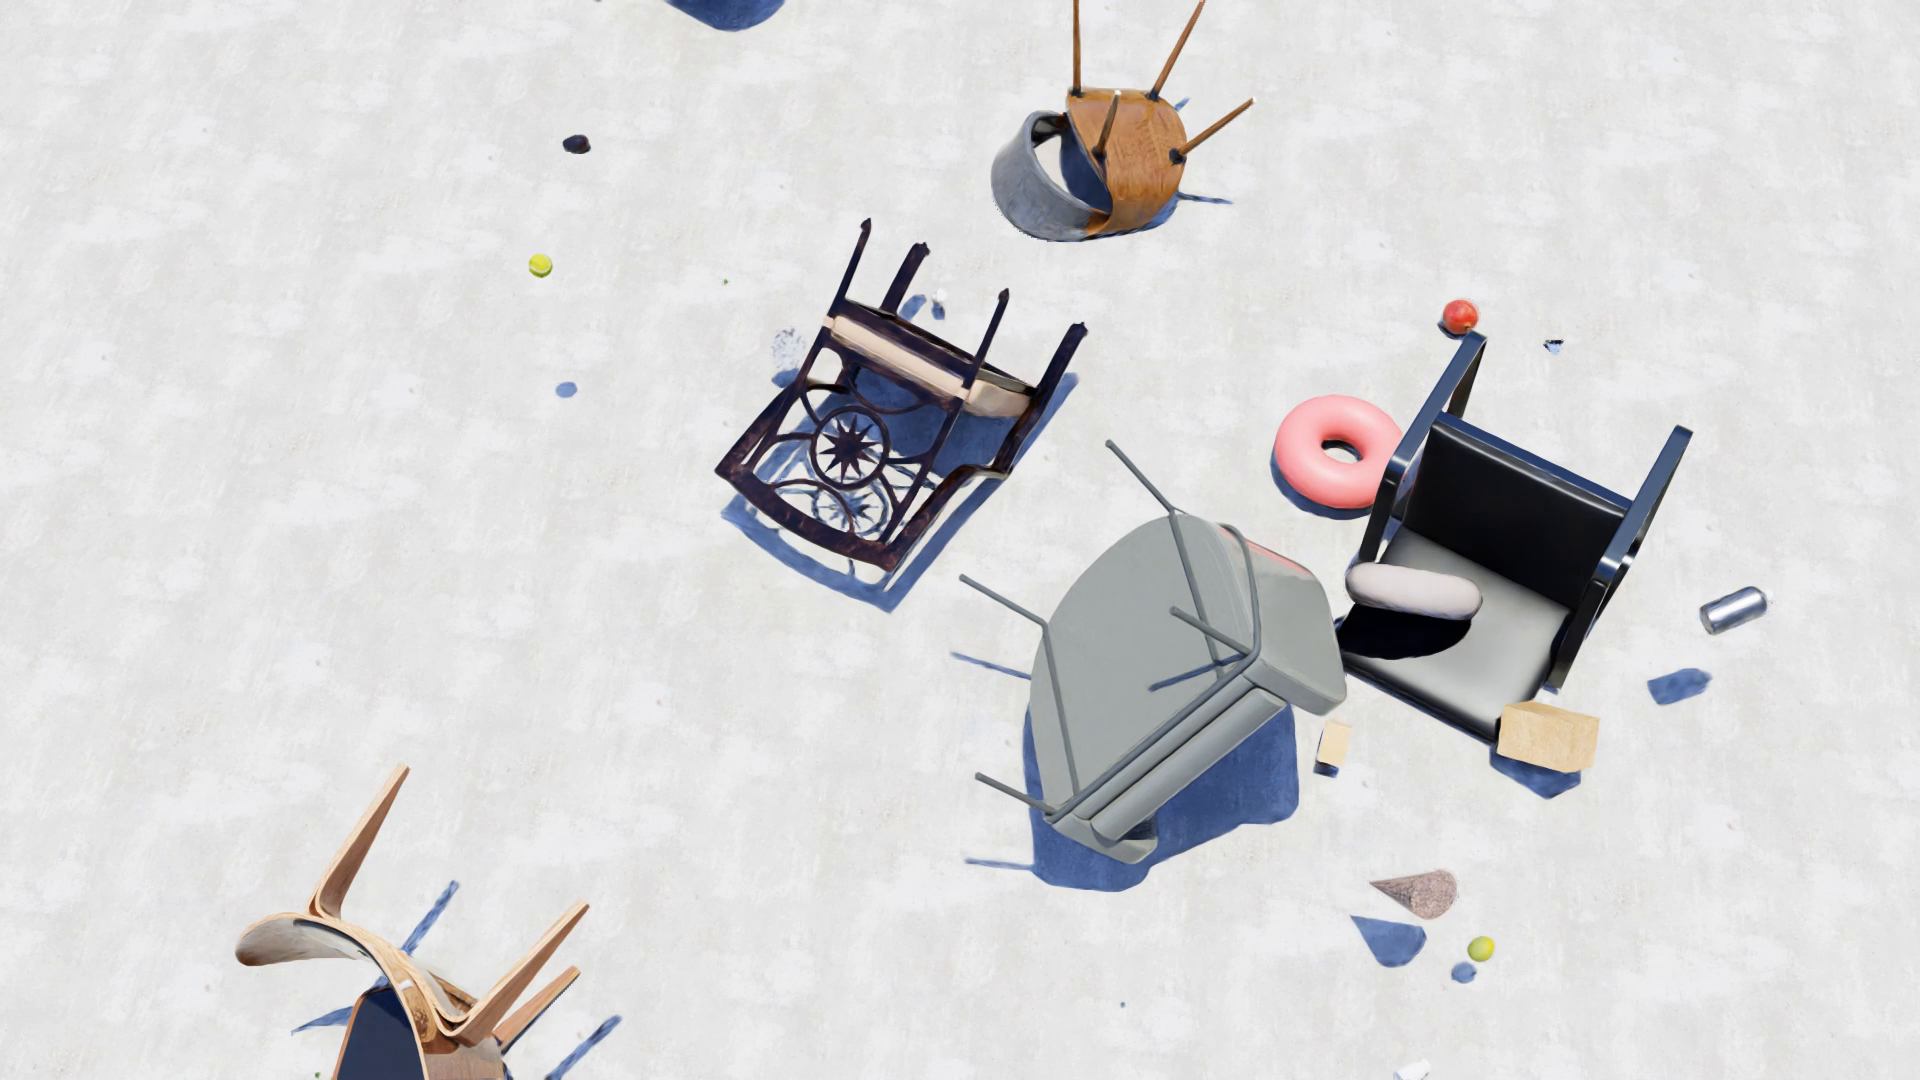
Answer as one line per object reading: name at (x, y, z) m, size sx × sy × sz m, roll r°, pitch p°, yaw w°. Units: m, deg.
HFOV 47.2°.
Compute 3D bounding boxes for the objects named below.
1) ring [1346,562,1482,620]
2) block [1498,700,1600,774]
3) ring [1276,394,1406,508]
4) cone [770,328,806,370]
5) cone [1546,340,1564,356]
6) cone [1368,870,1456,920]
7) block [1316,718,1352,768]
ring at (1.263, 0.144, 6.119) m, size 0.419 × 0.314 × 0.122 m, roll 9°, pitch 90°, yaw -29°
block at (1.616, 0.539, 6.040) m, size 0.141 × 0.138 × 0.216 m, roll -3°, pitch 12°, yaw -44°
ring at (1.155, -0.269, 6.653) m, size 0.413 × 0.142 × 0.399 m, roll -22°, pitch 60°, yaw -24°
cone at (-0.524, -0.604, 6.800) m, size 0.108 × 0.149 × 0.070 m, roll 24°, pitch 29°, yaw -5°
cone at (1.885, -0.608, 6.966) m, size 0.050 × 0.068 × 0.047 m, roll -1°, pitch 89°, yaw -44°
cone at (1.121, 0.888, 5.604) m, size 0.176 × 0.119 × 0.224 m, roll -12°, pitch 9°, yaw -37°
block at (1.040, 0.563, 6.106) m, size 0.069 × 0.094 × 0.111 m, roll 15°, pitch 93°, yaw 7°
